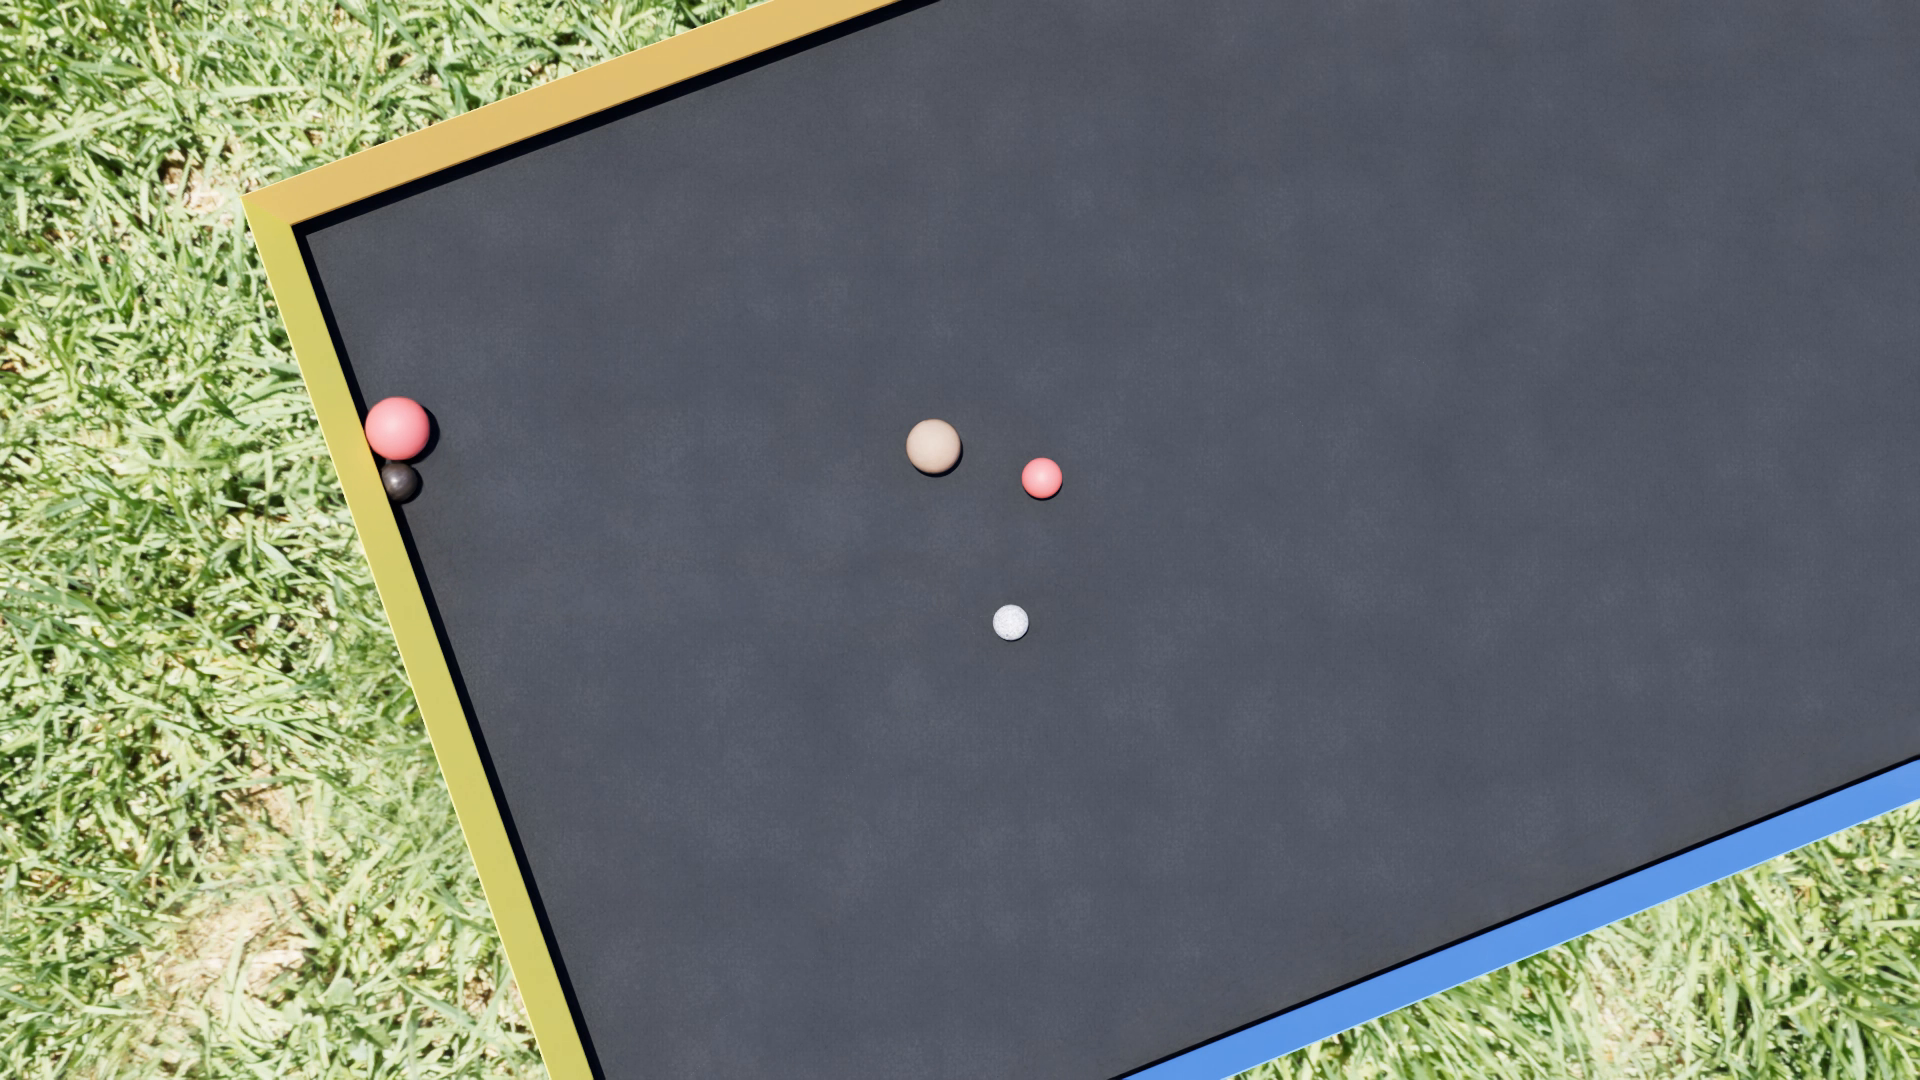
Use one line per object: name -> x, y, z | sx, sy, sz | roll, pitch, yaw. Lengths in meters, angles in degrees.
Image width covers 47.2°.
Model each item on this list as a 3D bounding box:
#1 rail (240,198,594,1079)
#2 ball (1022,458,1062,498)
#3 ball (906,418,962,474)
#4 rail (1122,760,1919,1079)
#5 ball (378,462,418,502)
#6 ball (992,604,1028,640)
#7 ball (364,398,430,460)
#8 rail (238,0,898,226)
rail -> -0.737, 0.279, 3.201 | 0.045, 0.124, 1.712 | -21, 82, -3
ball -> 0.123, -0.093, 3.291 | 0.061, 0.061, 0.061 | 0, 81, 0
ball -> -0.039, -0.140, 3.287 | 0.083, 0.083, 0.083 | 0, 81, 0
rail -> 1.061, 0.470, 3.171 | 3.258, 0.124, 0.045 | -21, 82, -3
ball -> -0.843, -0.087, 3.291 | 0.059, 0.059, 0.059 | 0, 81, 0
ball -> 0.075, 0.122, 3.262 | 0.054, 0.054, 0.054 | 0, 81, 0
ball -> -0.840, -0.166, 3.285 | 0.095, 0.095, 0.095 | 0, 81, 0
rail -> 0.457, -1.063, 3.407 | 3.258, 0.124, 0.045 | -21, 82, -3
